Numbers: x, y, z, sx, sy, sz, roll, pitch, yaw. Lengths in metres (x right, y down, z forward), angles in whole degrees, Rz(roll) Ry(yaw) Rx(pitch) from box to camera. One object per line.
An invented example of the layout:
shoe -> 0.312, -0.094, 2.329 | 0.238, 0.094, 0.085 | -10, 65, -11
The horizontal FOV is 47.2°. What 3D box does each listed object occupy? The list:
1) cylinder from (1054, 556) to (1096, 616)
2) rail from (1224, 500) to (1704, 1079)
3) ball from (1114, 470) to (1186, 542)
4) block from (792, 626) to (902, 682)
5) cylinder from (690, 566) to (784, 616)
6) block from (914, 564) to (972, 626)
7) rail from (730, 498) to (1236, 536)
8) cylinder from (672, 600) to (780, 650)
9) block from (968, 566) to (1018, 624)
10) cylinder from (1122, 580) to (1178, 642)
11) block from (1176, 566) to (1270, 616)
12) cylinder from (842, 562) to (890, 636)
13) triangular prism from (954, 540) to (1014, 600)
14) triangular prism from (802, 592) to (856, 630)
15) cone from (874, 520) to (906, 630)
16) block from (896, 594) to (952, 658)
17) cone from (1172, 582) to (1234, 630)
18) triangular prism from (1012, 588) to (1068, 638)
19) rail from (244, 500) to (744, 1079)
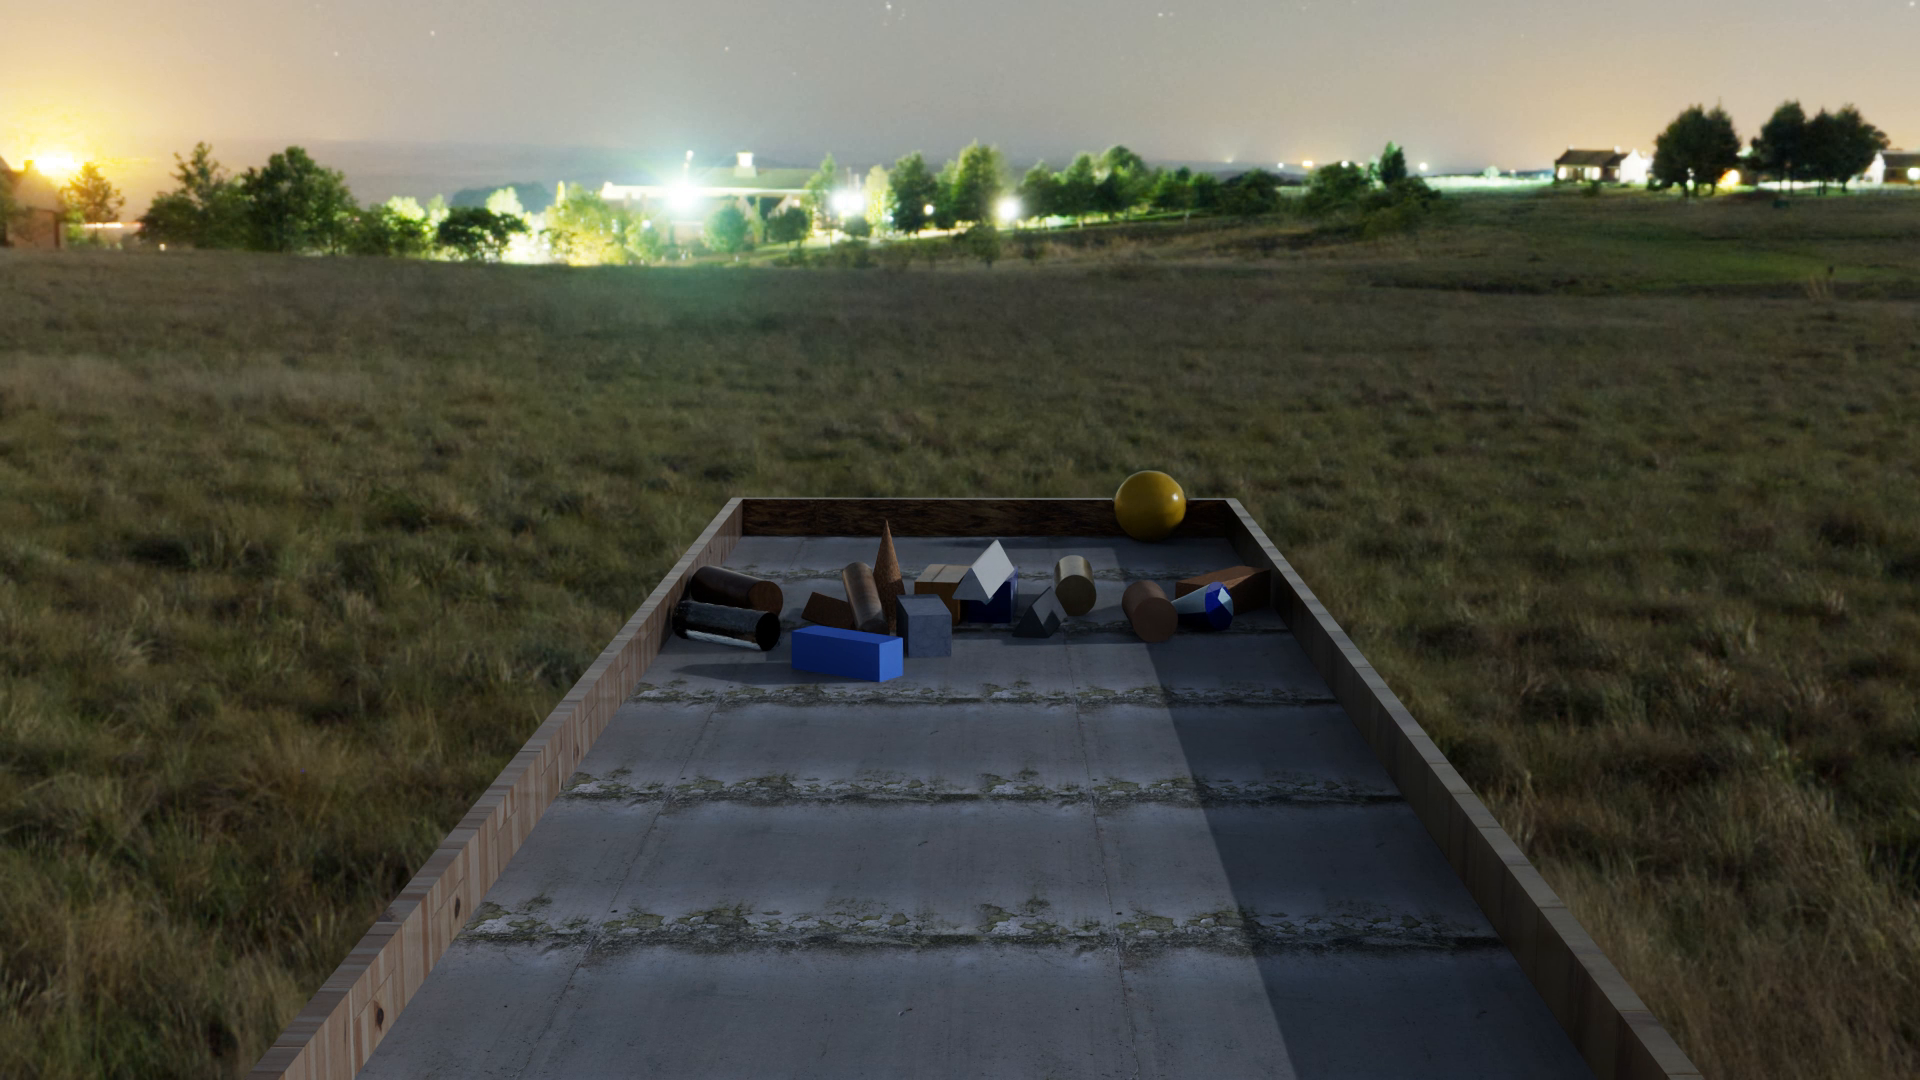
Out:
cylinder -> 0.395, 0.155, 7.590 | 0.139, 0.139, 0.420 | 0, 9, 2
rail -> 1.046, 0.843, 3.208 | 0.050, 0.150, 12.000 | 0, 9, 1
ball -> 0.775, -0.139, 8.959 | 0.291, 0.291, 0.291 | 0, 9, 0
block -> -0.336, 0.336, 6.528 | 0.330, 0.114, 0.114 | 6, 11, 35
cylinder -> -0.755, 0.182, 7.404 | 0.144, 0.144, 0.375 | -6, 11, -36
block -> -0.054, 0.183, 7.390 | 0.145, 0.145, 0.344 | 1, 9, 8
rail -> 0.099, -0.098, 9.147 | 2.100, 0.150, 0.050 | 0, 9, 1
cylinder -> -0.738, 0.269, 6.927 | 0.349, 0.121, 0.121 | 6, 11, 35
block -> 0.114, 0.181, 7.418 | 0.140, 0.140, 0.302 | 1, 9, 6
cylinder -> 0.612, 0.229, 7.099 | 0.146, 0.146, 0.309 | 0, 9, -2
block -> 0.894, 0.183, 7.453 | 0.127, 0.127, 0.411 | 7, 11, 37
cylinder -> -0.302, 0.205, 7.015 | 0.101, 0.101, 0.383 | -2, 28, -11
triangular prism -> 0.078, 0.093, 7.198 | 0.119, 0.103, 0.416 | 3, 13, 12
triangular prism -> -0.406, 0.235, 7.243 | 0.097, 0.084, 0.319 | -6, 11, -32
cone -> -0.240, 0.104, 7.216 | 0.174, 0.355, 0.174 | 0, 9, 0
block -> -0.115, 0.267, 6.897 | 0.133, 0.133, 0.347 | -1, 9, -8
cone -> 0.718, 0.237, 7.261 | 0.333, 0.161, 0.161 | -10, 0, 40
triangular prism -> 0.264, 0.232, 7.198 | 0.118, 0.102, 0.358 | 2, 9, 12
rail -> -1.004, 0.839, 3.234 | 0.050, 0.150, 12.000 | 0, 9, 1
